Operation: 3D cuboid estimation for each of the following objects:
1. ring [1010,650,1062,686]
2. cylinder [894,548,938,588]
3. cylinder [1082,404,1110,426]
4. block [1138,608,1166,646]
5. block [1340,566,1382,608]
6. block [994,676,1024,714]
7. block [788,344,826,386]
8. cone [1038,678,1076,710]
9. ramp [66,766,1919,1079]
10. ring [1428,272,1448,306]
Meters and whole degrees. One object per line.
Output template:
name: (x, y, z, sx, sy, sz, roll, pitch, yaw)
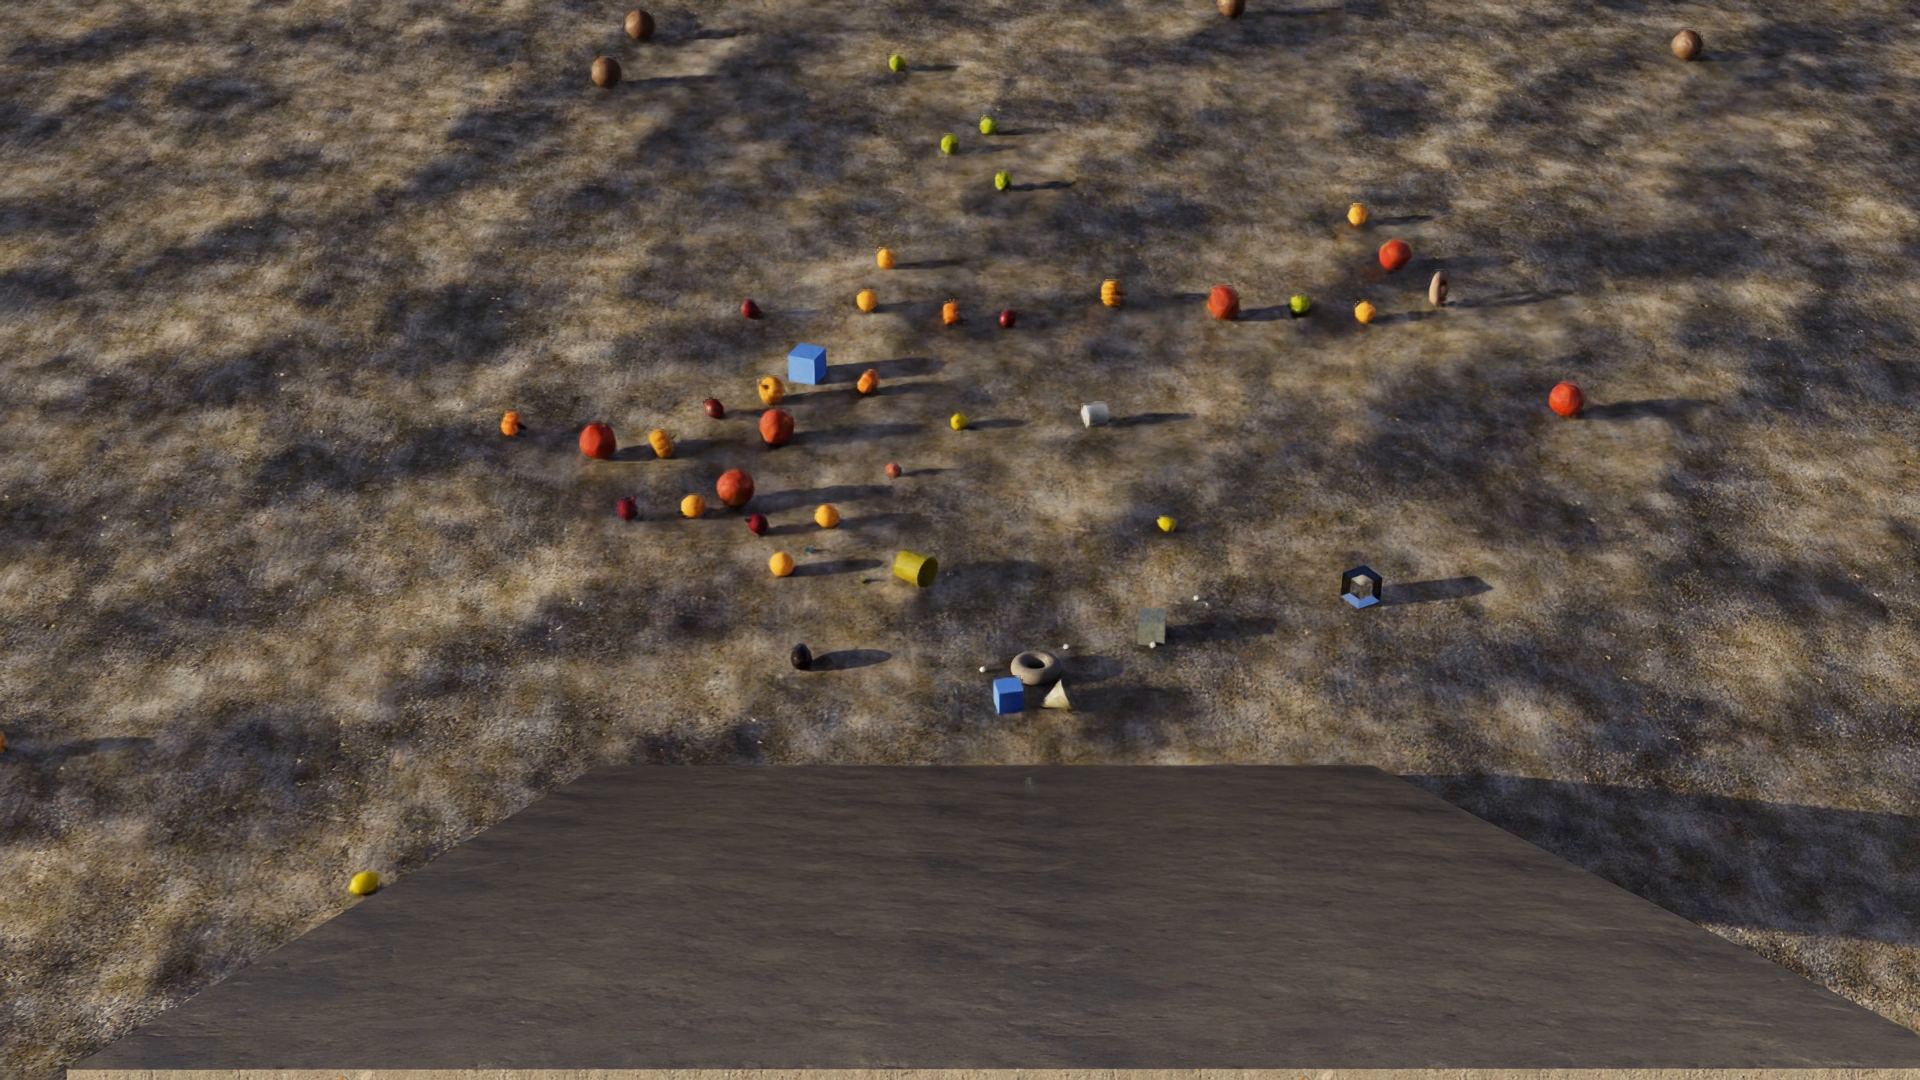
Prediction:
ring: (0.211, 0.355, 7.189, 0.142, 0.047, 0.142, 0, 30, 0)
cylinder: (-0.131, 0.082, 7.596, 0.091, 0.091, 0.091, 23, 38, 33)
cylinder: (0.441, -0.406, 8.421, 0.069, 0.069, 0.069, 1, 28, -28)
block: (0.545, 0.246, 7.340, 0.076, 0.076, 0.076, 3, 31, 6)
block: (1.165, 0.136, 7.516, 0.081, 0.081, 0.081, -18, 35, -26)
block: (0.133, 0.424, 7.054, 0.069, 0.069, 0.069, -6, 32, -10)
block: (-0.513, -0.591, 8.698, 0.096, 0.096, 0.096, 12, 33, 18)
cone: (0.253, 0.437, 7.057, 0.096, 0.096, 0.096, -23, 29, 13)
ramp: (0.070, 0.617, 4.694, 2.000, 0.100, 4.000, 0, 0, 0)
ring: (1.692, -0.888, 9.155, 0.041, 0.122, 0.122, 4, 28, 34)
